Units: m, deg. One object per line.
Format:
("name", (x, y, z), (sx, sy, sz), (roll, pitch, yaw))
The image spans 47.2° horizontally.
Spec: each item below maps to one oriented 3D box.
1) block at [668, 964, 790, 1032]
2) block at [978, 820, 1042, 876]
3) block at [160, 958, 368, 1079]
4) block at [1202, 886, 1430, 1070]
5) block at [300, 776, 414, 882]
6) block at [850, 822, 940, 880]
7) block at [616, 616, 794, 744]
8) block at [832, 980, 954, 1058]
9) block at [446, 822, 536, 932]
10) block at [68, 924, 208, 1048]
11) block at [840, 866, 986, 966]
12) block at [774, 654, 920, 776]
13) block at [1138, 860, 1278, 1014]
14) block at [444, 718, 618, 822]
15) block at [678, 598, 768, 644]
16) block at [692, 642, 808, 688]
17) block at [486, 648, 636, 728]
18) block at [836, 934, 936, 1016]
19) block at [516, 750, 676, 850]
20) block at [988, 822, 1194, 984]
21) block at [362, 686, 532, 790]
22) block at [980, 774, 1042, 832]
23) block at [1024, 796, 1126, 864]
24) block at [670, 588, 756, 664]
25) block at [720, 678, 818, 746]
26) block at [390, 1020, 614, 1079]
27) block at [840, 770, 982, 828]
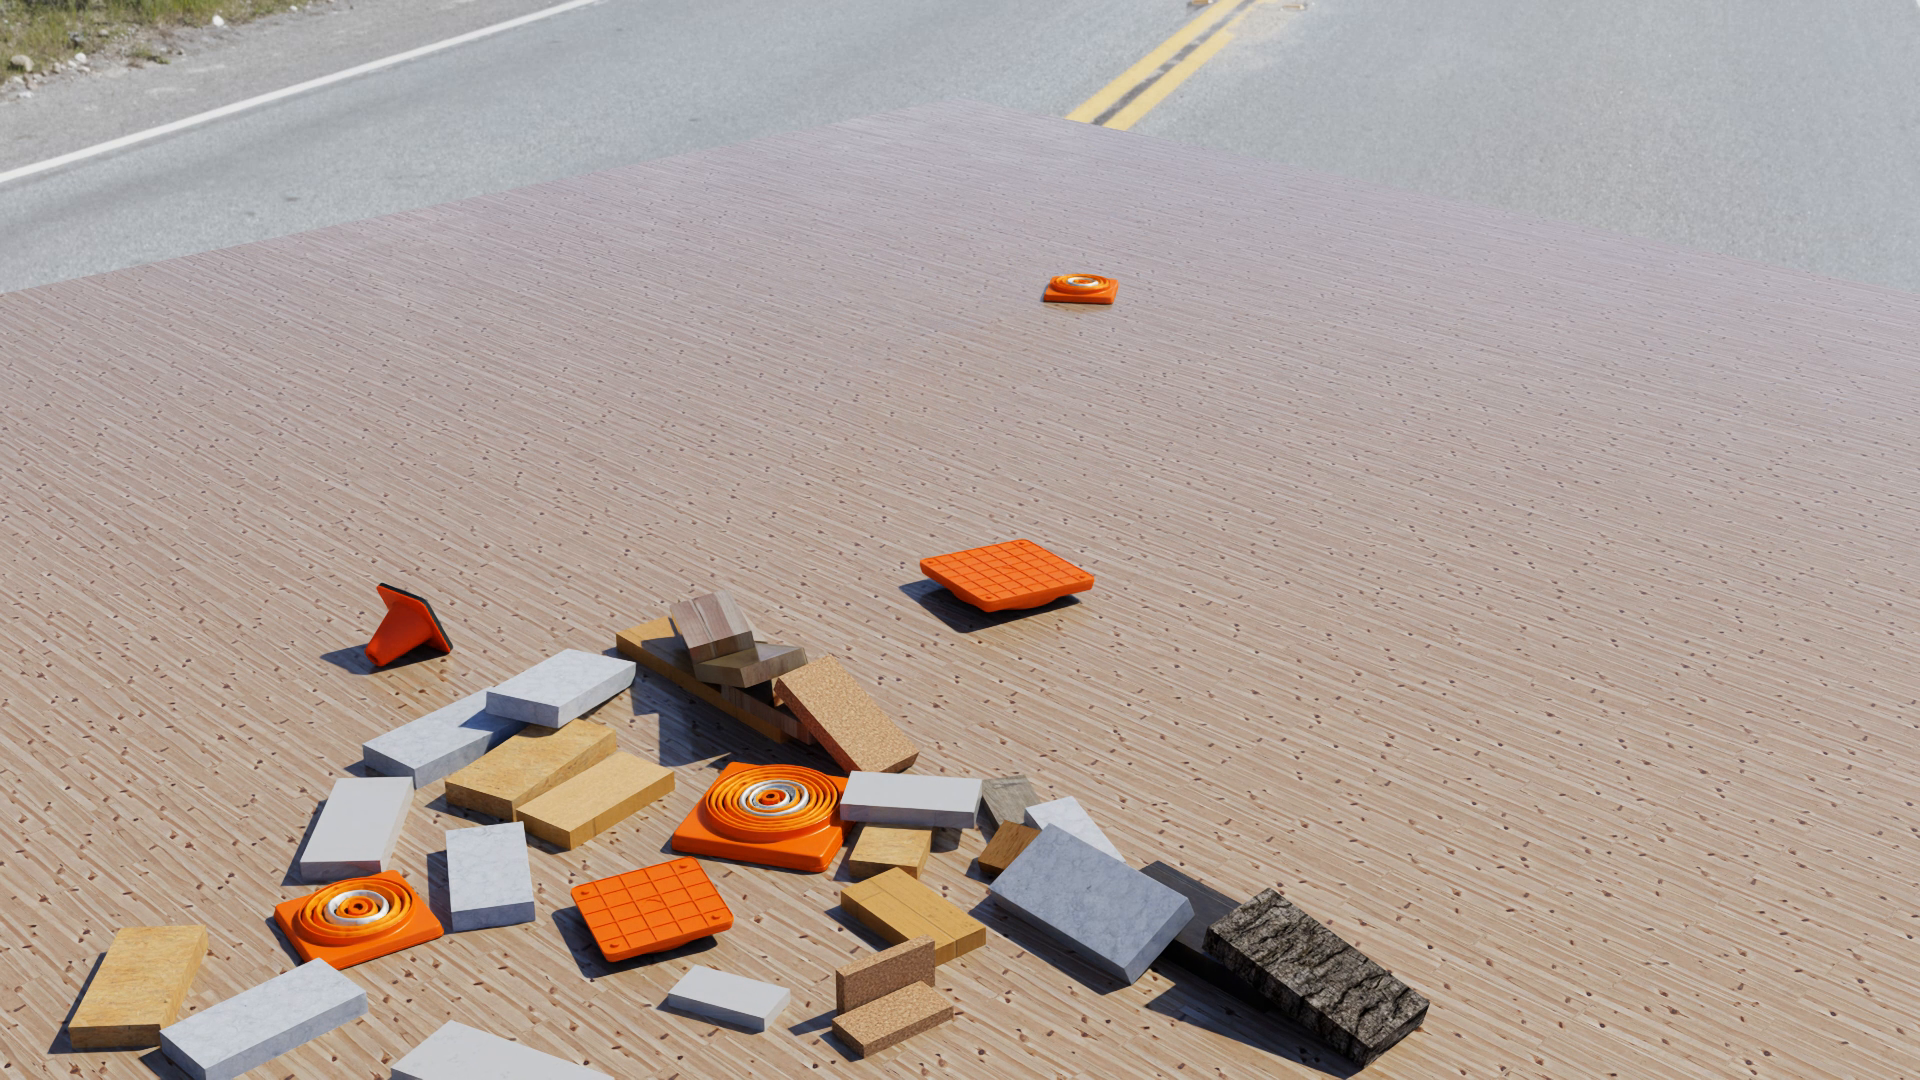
("block", (-0.403, 0.799, 3.843), (0.190, 0.027, 0.095), (10, 25, 22))
("block", (0.152, 0.613, 4.216), (0.214, 0.030, 0.107), (13, 50, 33))
("block", (-1.188, 0.824, 3.764), (0.152, 0.043, 0.304), (20, 30, 39))
("block", (0.615, 0.754, 3.814), (0.356, 0.050, 0.178), (34, 39, 32))
("block", (-1.192, 0.570, 4.362), (0.152, 0.043, 0.327), (-1, 23, -2))
("block", (-0.122, 0.585, 4.335), (0.133, 0.038, 0.266), (4, 23, 10))
("block", (-0.542, 0.310, 4.979), (0.143, 0.041, 0.630), (-19, 30, -38))
("block", (-0.115, 0.824, 3.785), (0.190, 0.027, 0.095), (-17, 28, -34))
("block", (-0.899, 0.639, 4.200), (0.150, 0.043, 0.301), (-6, 24, -13))
("block", (-1.439, 0.781, 3.865), (0.152, 0.043, 0.304), (-1, 23, -3))
("block", (-0.088, 0.698, 4.068), (0.133, 0.038, 0.266), (-17, 29, -35))
("block", (-0.240, 0.381, 4.637), (0.151, 0.043, 0.301), (-23, 59, -41))
("block", (0.453, 0.717, 4.007), (0.178, 0.050, 0.415), (-20, 30, -39))
("block", (-0.892, 0.470, 4.591), (0.173, 0.049, 0.346), (12, 26, 26))
("block", (-0.559, 0.206, 5.146), (0.143, 0.041, 0.286), (5, 15, -22))
("block", (-0.460, 0.272, 4.799), (0.151, 0.043, 0.301), (-18, 7, -25))
("block", (-0.875, 0.324, 4.845), (0.173, 0.049, 0.363), (10, 15, 16))
("block", (-0.129, 0.764, 3.838), (0.190, 0.095, 0.027), (-16, 28, -32))
("block", (-0.738, 0.526, 4.466), (0.150, 0.043, 0.301), (16, 28, 32))
("block", (0.238, 0.663, 4.040), (0.178, 0.050, 0.356), (-44, 42, -22))
("block", (-1.081, 0.420, 4.708), (0.173, 0.049, 0.347), (17, 29, 35))
("block", (0.109, 0.544, 4.440), (0.107, 0.030, 0.214), (-6, 24, -14))
("block", (0.223, 0.586, 4.294), (0.107, 0.030, 0.214), (-11, 35, -25))
("block", (-0.565, 0.194, 4.995), (0.143, 0.041, 0.286), (-16, 22, -11))
("block", (-0.366, 0.350, 4.777), (0.151, 0.043, 0.301), (-20, 30, -39))
("block", (-0.750, 0.891, 3.607), (0.341, 0.043, 0.150), (12, 26, 25))
("block", (-0.096, 0.518, 4.394), (0.266, 0.038, 0.133), (3, 23, 6))
